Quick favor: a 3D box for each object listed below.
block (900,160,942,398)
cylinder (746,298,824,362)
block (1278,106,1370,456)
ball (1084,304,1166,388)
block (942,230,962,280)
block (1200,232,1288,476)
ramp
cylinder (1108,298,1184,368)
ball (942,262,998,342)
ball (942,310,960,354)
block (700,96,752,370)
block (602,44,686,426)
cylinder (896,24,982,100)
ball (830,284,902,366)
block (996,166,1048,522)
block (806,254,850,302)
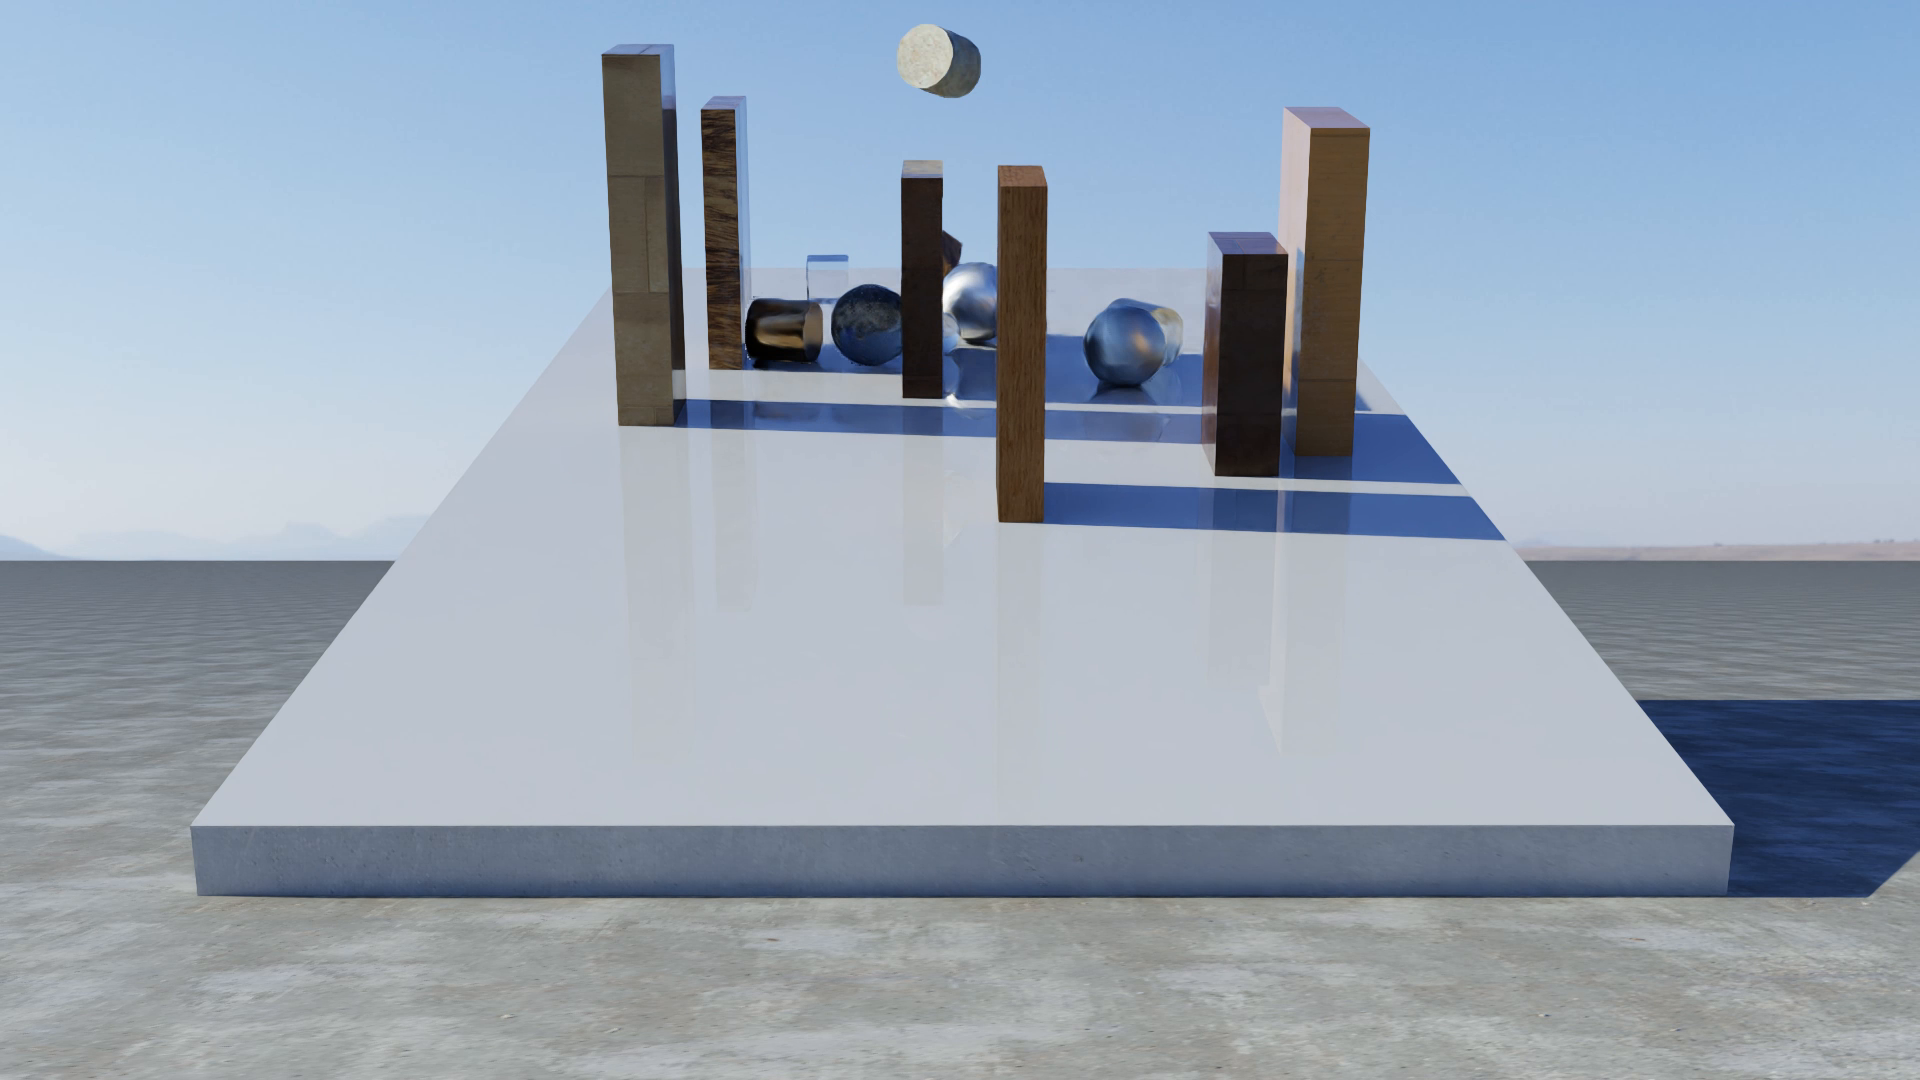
[{"bbox_3d":[-0.086,-0.610,5.177,0.092,0.505,0.290,0,17,0],"label":"block"},{"bbox_3d":[-0.430,-0.515,5.465,0.150,0.150,0.150,6,1,16],"label":"cylinder"},{"bbox_3d":[0.756,-0.554,4.712,0.119,0.676,0.377,0,17,0],"label":"block"},{"bbox_3d":[0.384,-0.453,5.203,0.192,0.192,0.192,0,0,0],"label":"ball"},{"bbox_3d":[-0.074,-0.810,6.358,0.107,0.107,0.107,31,-42,-26],"label":"block"},{"bbox_3d":[0.577,-0.383,4.543,0.129,0.451,0.266,0,17,0],"label":"block"},{"bbox_3d":[-0.003,-0.178,4.807,2.000,0.100,4.000,0,17,0],"label":"ramp"},{"bbox_3d":[0.443,-0.507,5.449,0.149,0.149,0.149,0,14,-38],"label":"cylinder"},{"bbox_3d":[0.042,-0.607,5.673,0.205,0.205,0.205,0,0,0],"label":"ball"},{"bbox_3d":[-0.056,-0.515,5.534,0.113,0.113,0.113,0,0,0],"label":"ball"},{"bbox_3d":[-0.568,-0.755,5.445,0.081,0.622,0.301,0,17,0],"label":"block"},{"bbox_3d":[-0.686,-0.667,4.868,0.121,0.797,0.249,0,17,0],"label":"block"},{"bbox_3d":[-0.057,-1.316,6.129,0.175,0.175,0.175,0,0,28],"label":"cylinder"},{"bbox_3d":[-0.217,-0.523,5.414,0.198,0.198,0.198,0,0,0],"label":"ball"},{"bbox_3d":[0.114,-0.375,4.215,0.084,0.629,0.280,0,17,0],"label":"block"},{"bbox_3d":[-0.368,-0.730,6.219,0.114,0.114,0.114,0,17,-1],"label":"block"}]
